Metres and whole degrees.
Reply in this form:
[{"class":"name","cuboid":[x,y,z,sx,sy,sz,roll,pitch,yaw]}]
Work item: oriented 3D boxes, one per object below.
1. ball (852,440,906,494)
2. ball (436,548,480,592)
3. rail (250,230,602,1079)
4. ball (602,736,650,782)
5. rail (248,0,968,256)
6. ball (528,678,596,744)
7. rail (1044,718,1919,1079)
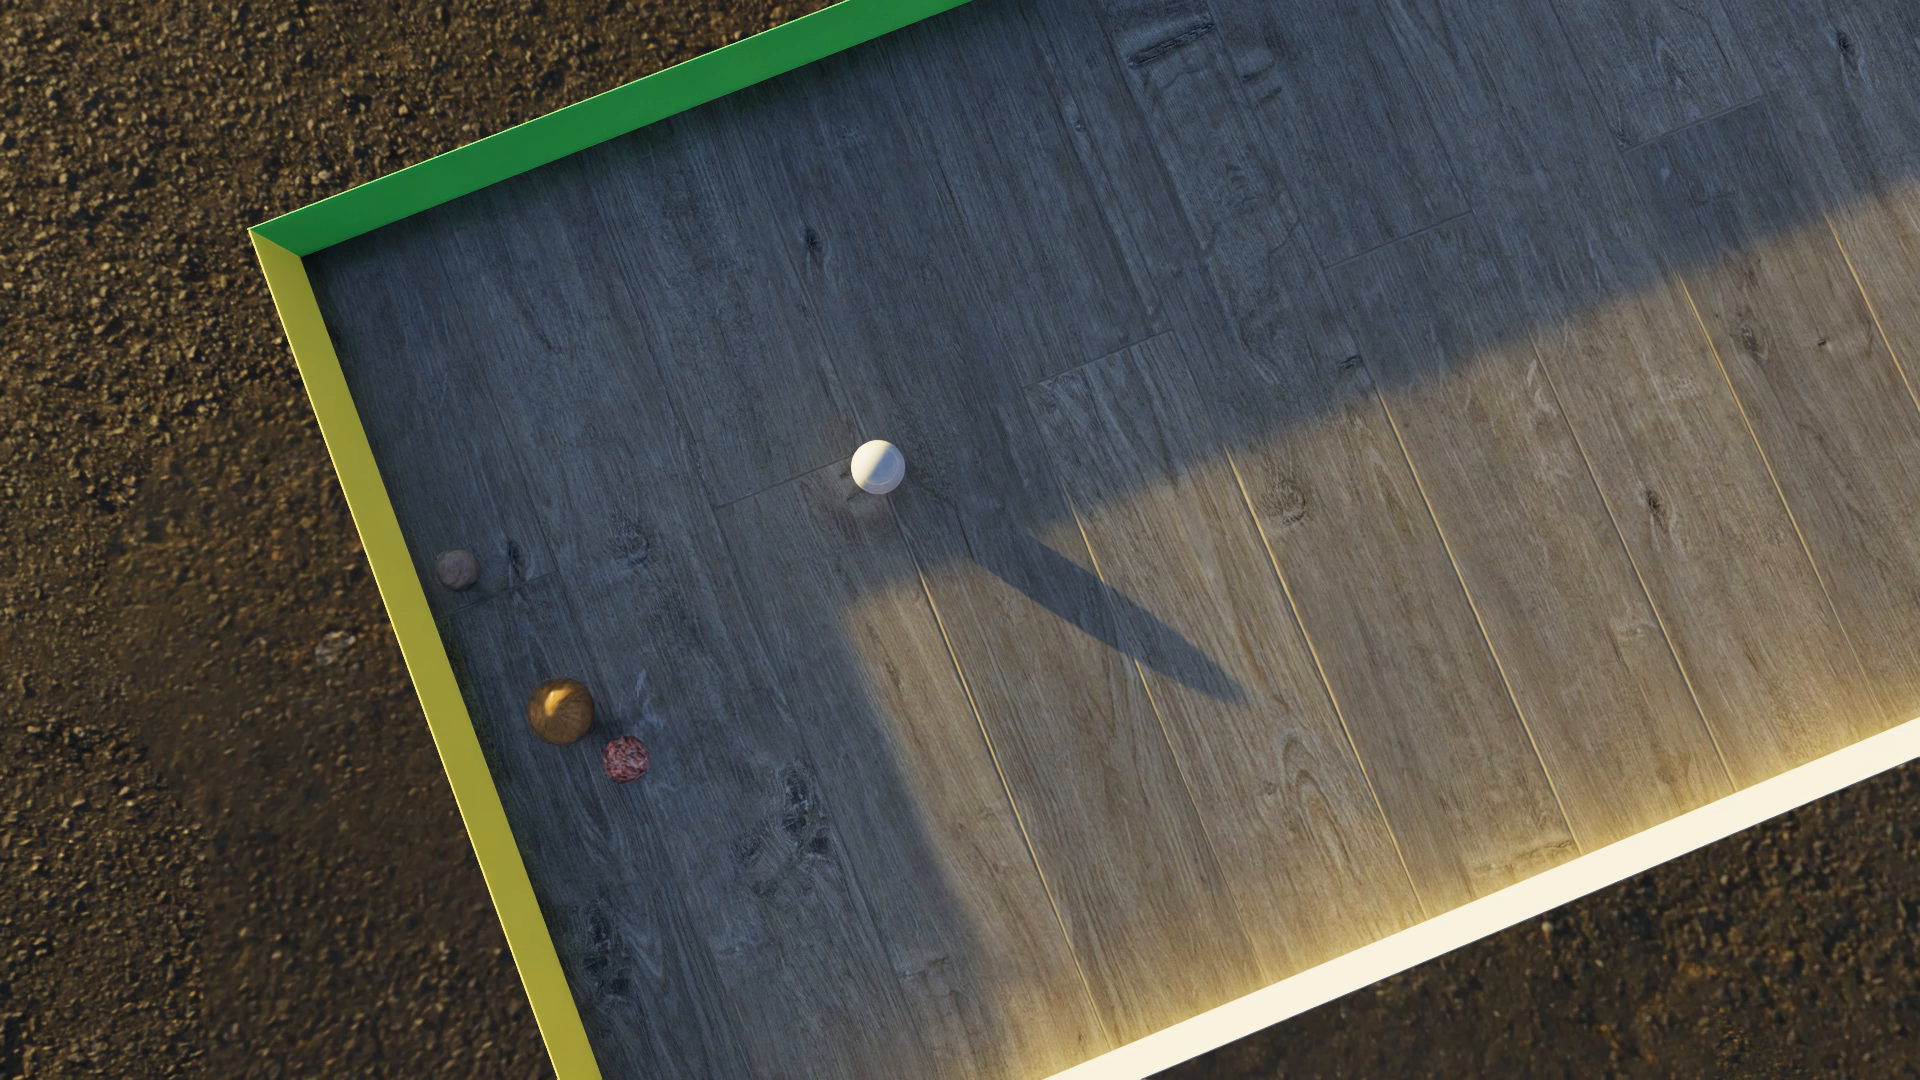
[{"class":"ball","cuboid":[-0.122,-0.109,3.284,0.081,0.081,0.081,0,81,0]},{"class":"ball","cuboid":[-0.745,0.045,3.269,0.064,0.064,0.064,0,81,0]},{"class":"rail","cuboid":[-0.728,0.286,3.199,0.045,0.126,1.627,-22,82,-3]},{"class":"ball","cuboid":[-0.489,0.321,3.224,0.068,0.068,0.068,0,81,0]},{"class":"rail","cuboid":[0.455,-1.026,3.402,3.234,0.126,0.045,-22,82,-3]},{"class":"ball","cuboid":[-0.582,0.250,3.220,0.097,0.097,0.097,0,81,0]},{"class":"rail","cuboid":[1.045,0.422,3.178,3.234,0.126,0.045,-22,82,-3]}]
